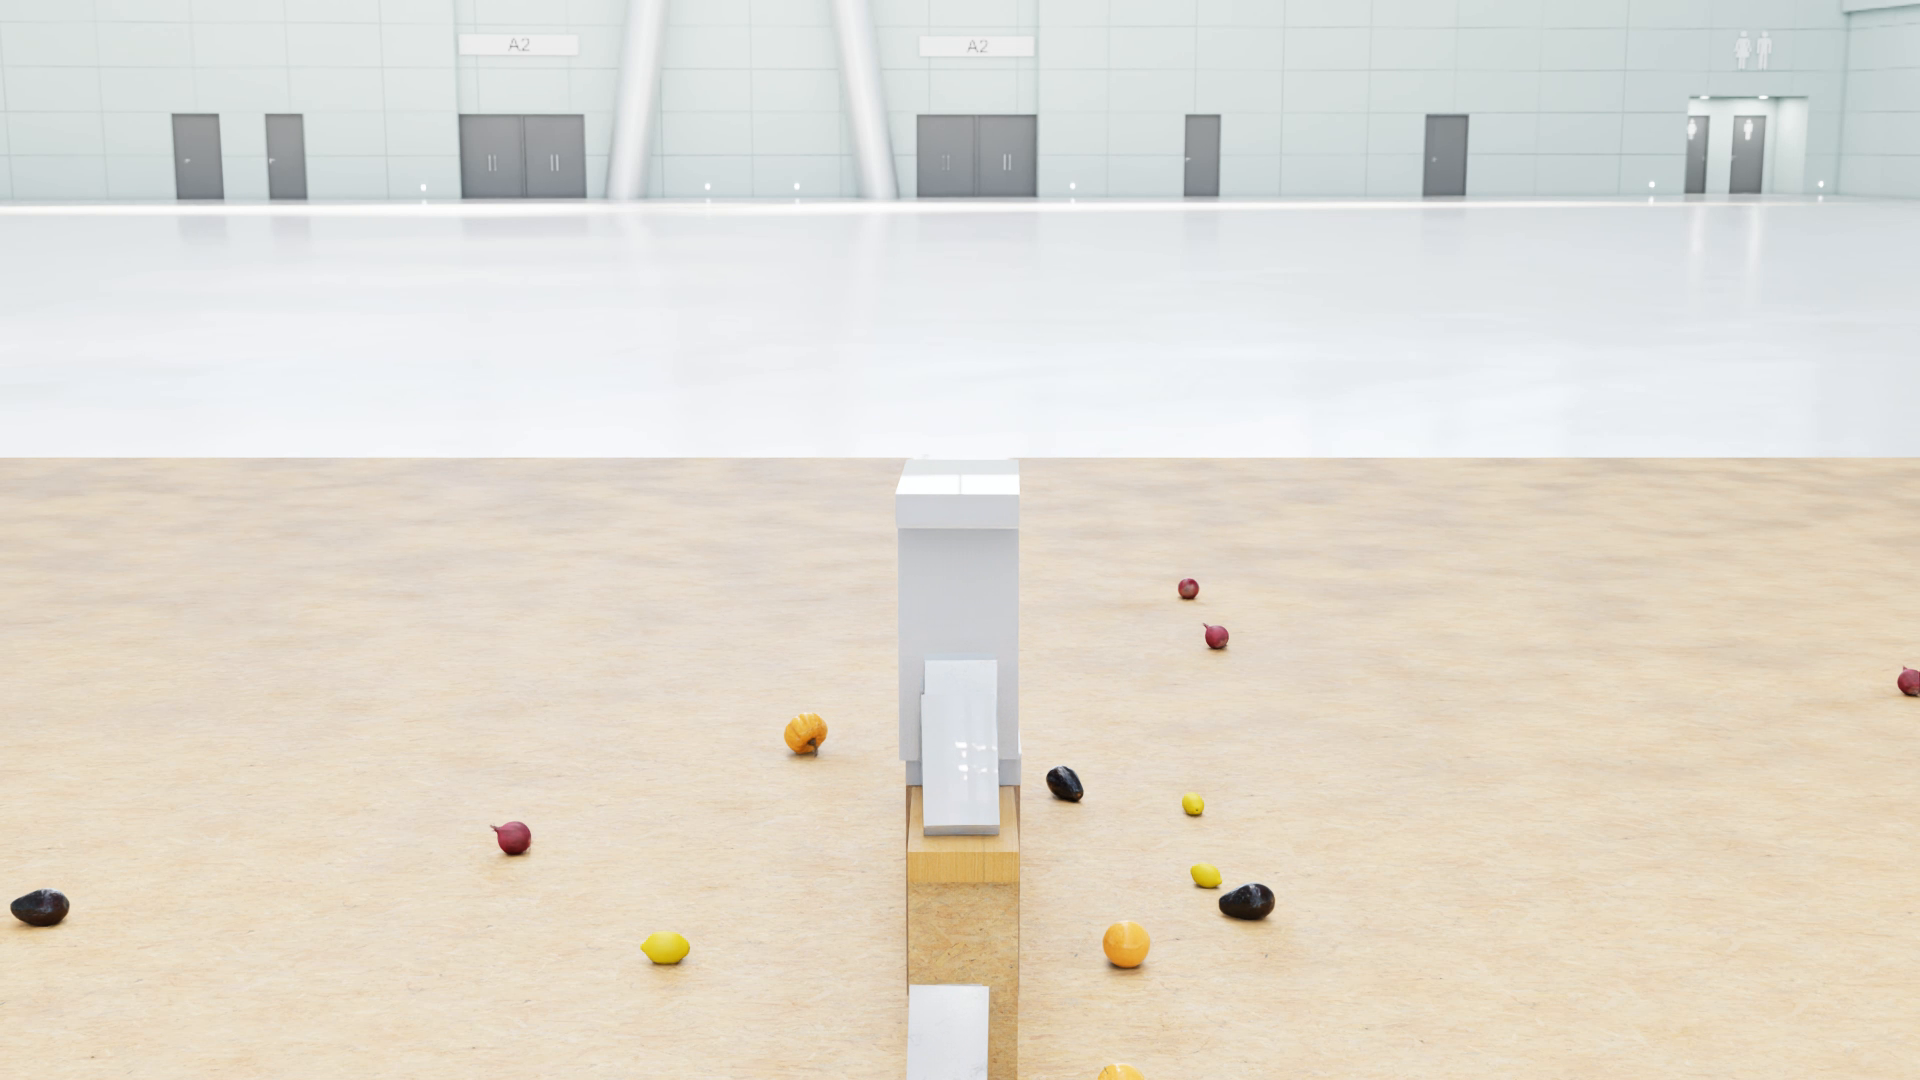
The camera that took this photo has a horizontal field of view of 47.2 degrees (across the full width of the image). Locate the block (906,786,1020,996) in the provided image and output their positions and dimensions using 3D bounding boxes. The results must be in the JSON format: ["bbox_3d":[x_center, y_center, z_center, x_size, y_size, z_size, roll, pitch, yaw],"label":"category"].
[{"bbox_3d":[0.004,0.503,3.229,0.166,0.331,0.047,0,11,0],"label":"block"}]

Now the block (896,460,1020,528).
[{"bbox_3d":[0.000,-0.069,3.159,0.169,0.048,0.337,0,10,1],"label":"block"}]

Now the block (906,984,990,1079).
[{"bbox_3d":[-0.016,0.663,2.762,0.100,0.201,0.028,1,-20,3],"label":"block"}]

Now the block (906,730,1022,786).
[{"bbox_3d":[0.005,0.297,3.303,0.166,0.047,0.331,0,11,0],"label":"block"}]

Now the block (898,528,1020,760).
[{"bbox_3d":[-0.003,0.139,3.096,0.169,0.337,0.048,0,8,-2],"label":"block"}]

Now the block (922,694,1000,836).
[{"bbox_3d":[-0.001,0.302,2.968,0.100,0.028,0.201,0,55,-2],"label":"block"}]

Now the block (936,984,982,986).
[{"bbox_3d":[-0.001,0.608,2.859,0.061,0.017,0.122,0,10,0],"label":"block"}]

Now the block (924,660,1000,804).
[{"bbox_3d":[0.002,0.268,3.046,0.100,0.201,0.028,0,-9,-2],"label":"block"}]

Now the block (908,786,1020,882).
[{"bbox_3d":[0.004,0.398,3.000,0.145,0.041,0.290,0,11,0],"label":"block"}]

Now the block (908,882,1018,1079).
[{"bbox_3d":[0.004,0.579,2.936,0.145,0.290,0.041,0,11,0],"label":"block"}]

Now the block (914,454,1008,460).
[{"bbox_3d":[0.000,-0.093,3.486,0.153,0.043,0.305,0,11,0],"label":"block"}]
